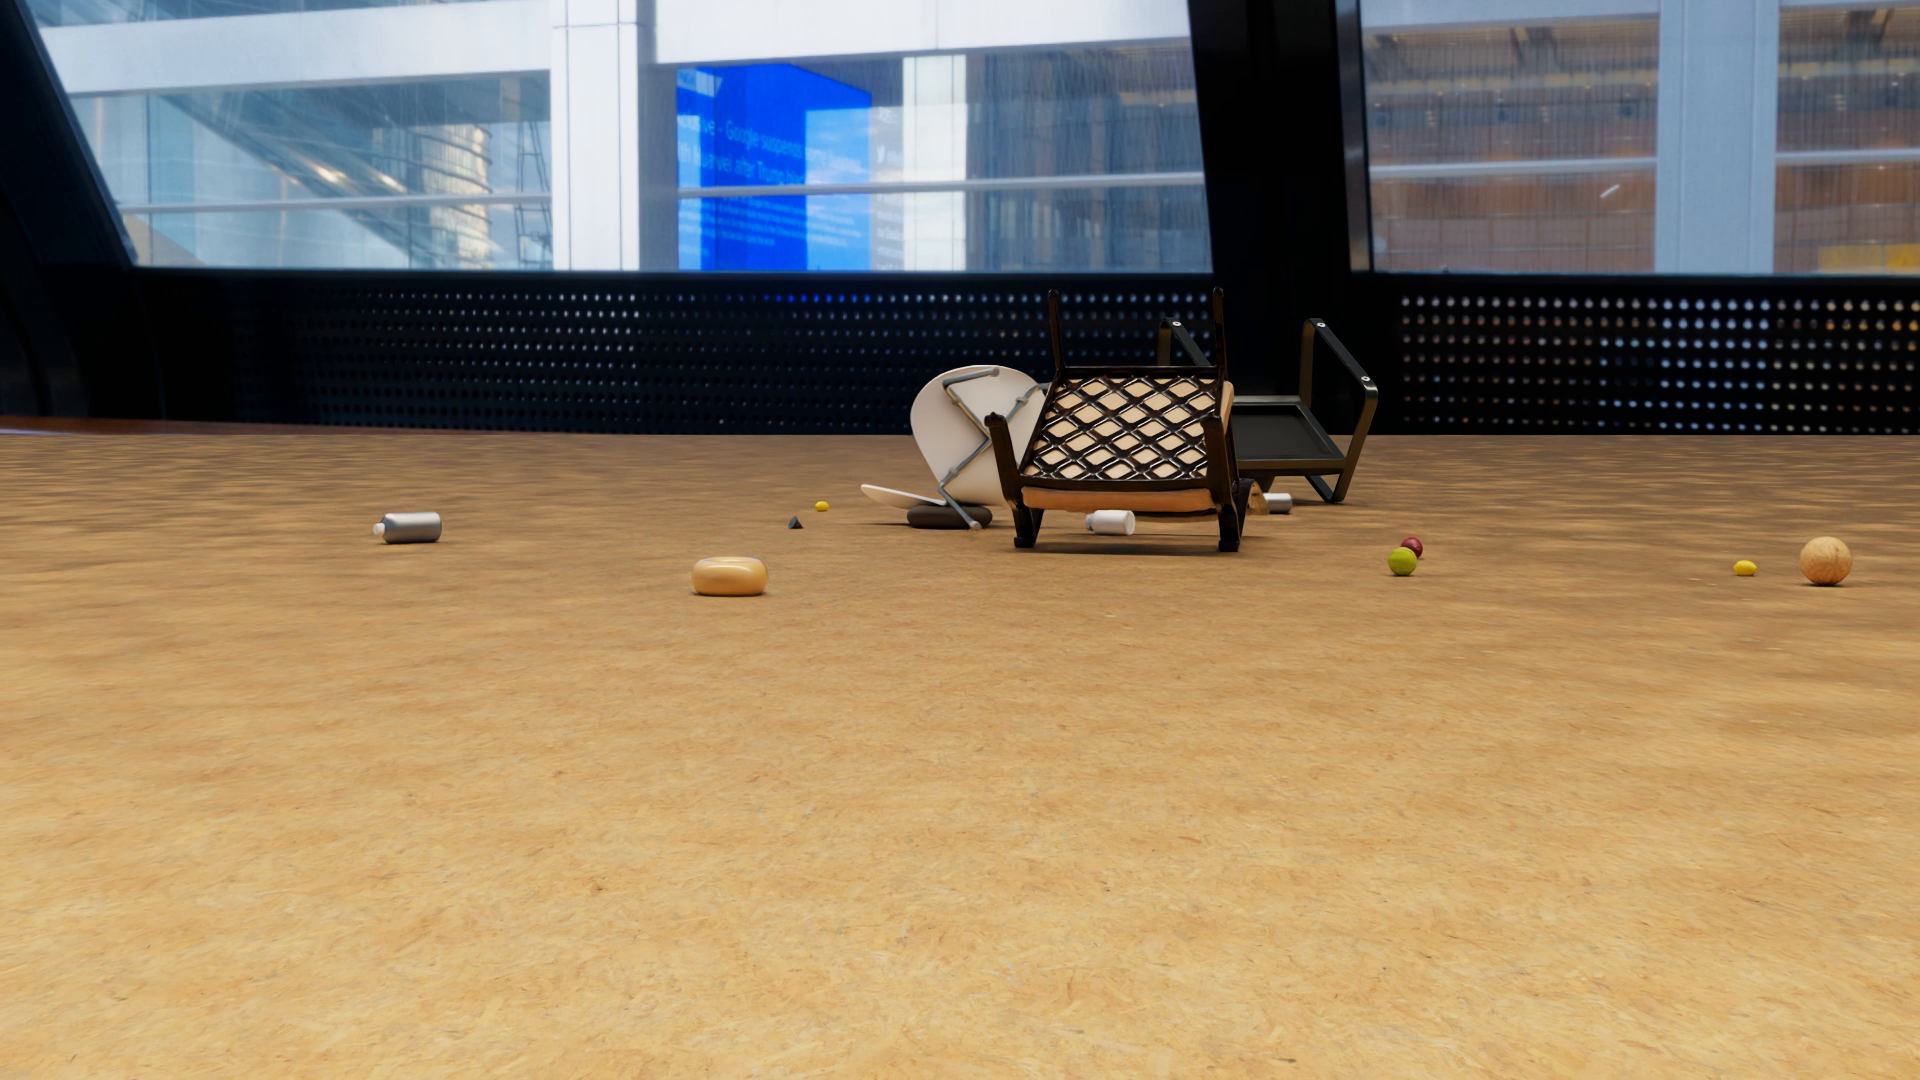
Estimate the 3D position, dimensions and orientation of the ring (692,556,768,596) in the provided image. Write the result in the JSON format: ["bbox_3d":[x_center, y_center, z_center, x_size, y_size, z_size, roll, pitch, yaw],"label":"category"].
[{"bbox_3d":[-0.505,0.081,4.824,0.161,0.076,0.186,-5,7,-38],"label":"ring"}]

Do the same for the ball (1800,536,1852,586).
[{"bbox_3d":[1.979,0.047,5.028,0.113,0.113,0.113,0,4,0],"label":"ball"}]

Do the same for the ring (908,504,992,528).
[{"bbox_3d":[-0.034,-0.076,7.160,0.279,0.070,0.296,0,3,-13],"label":"ring"}]
